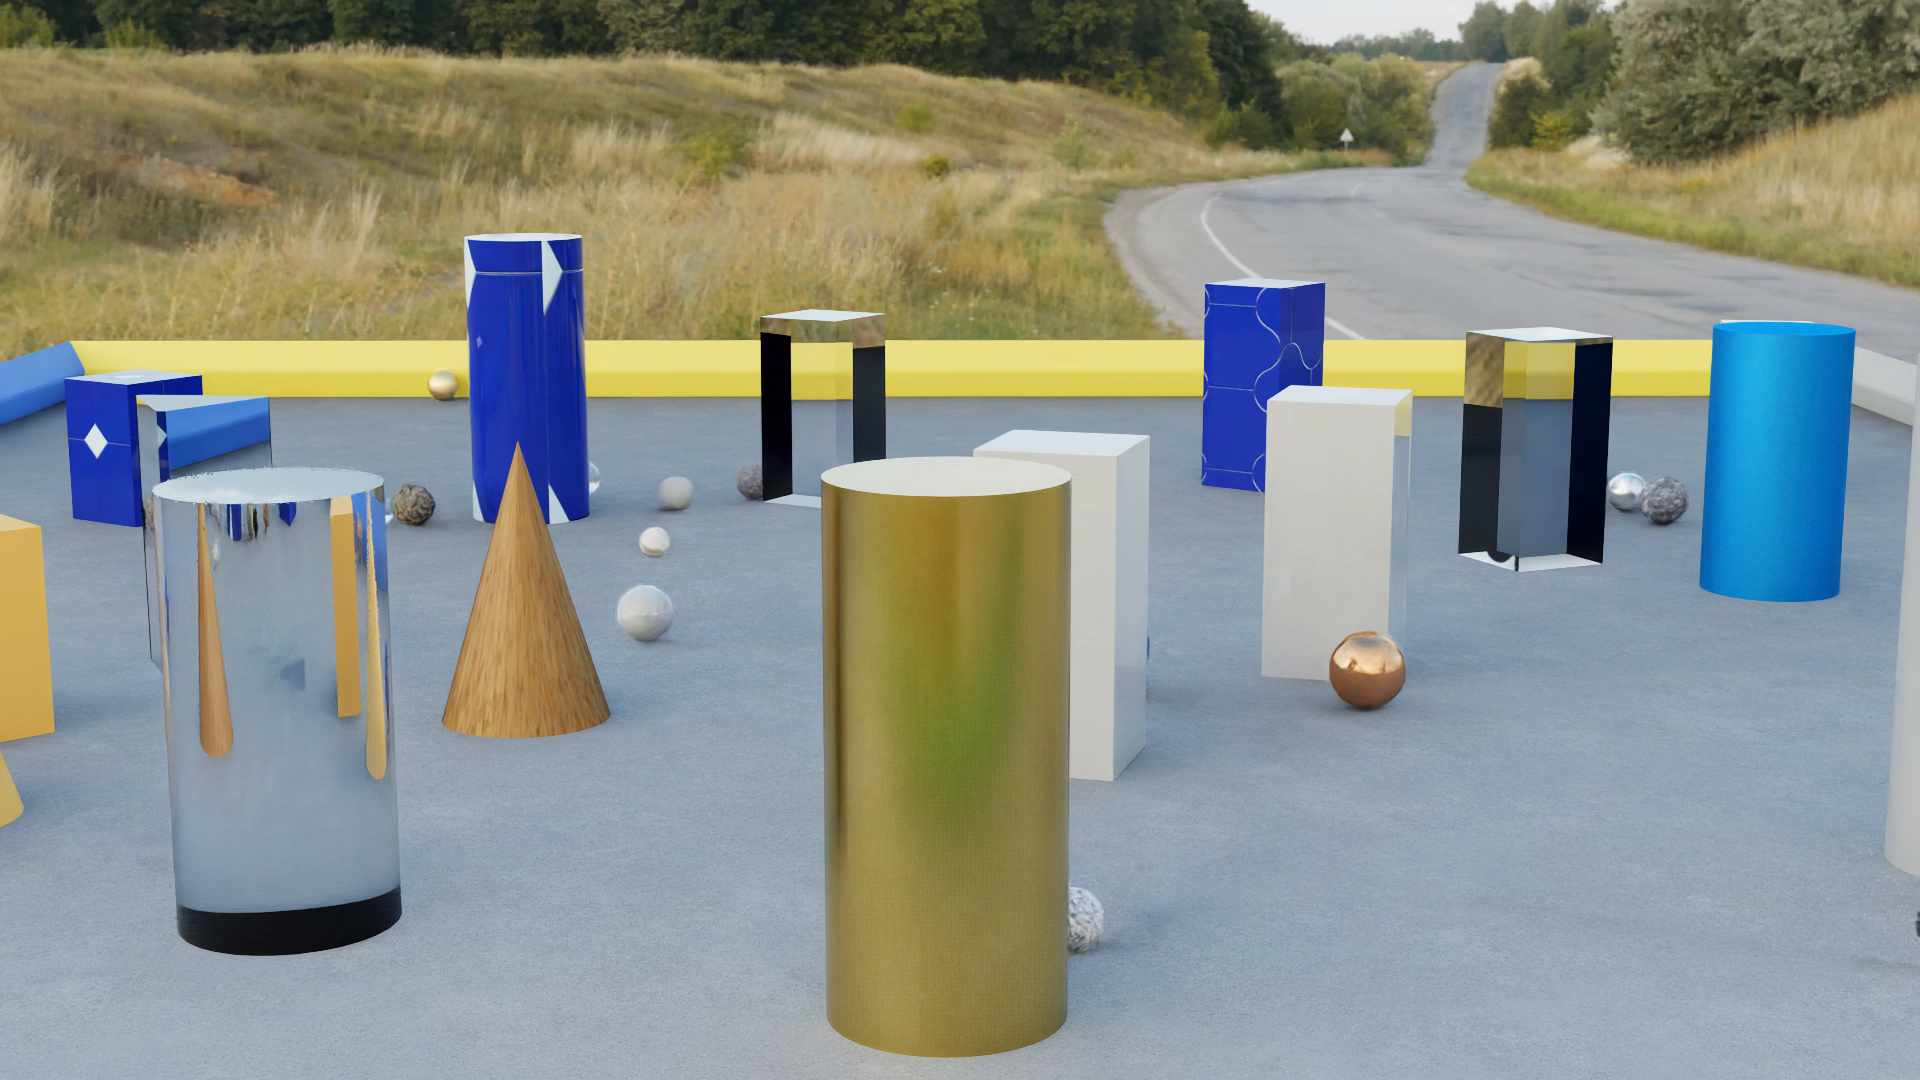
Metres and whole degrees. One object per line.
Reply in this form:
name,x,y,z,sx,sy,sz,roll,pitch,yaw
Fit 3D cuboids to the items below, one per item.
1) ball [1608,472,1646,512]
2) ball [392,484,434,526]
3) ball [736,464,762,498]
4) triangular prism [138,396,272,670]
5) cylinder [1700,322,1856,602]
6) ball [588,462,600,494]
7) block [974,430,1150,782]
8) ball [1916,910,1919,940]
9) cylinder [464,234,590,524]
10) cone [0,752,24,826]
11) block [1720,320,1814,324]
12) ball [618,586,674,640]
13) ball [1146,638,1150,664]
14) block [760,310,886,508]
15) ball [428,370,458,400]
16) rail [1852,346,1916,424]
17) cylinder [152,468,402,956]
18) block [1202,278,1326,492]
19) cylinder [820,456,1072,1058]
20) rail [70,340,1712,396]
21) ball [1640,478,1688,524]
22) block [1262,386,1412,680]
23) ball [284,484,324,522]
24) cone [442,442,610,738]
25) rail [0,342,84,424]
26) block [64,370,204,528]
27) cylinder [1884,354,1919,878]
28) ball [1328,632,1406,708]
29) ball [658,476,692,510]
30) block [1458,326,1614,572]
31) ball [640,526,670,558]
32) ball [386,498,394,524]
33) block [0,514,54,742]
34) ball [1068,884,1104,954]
ball,1.092,-0.078,4.195,0.064,0.064,0.064,0,11,0
ball,-0.867,-0.055,4.073,0.065,0.065,0.065,0,11,0
ball,-0.347,-0.098,4.322,0.058,0.058,0.058,0,11,0
triangular prism,-0.938,-0.008,3.102,0.141,0.328,0.162,7,13,33
cylinder,1.132,-0.112,3.559,0.187,0.365,0.187,0,11,0
ball,-0.639,-0.104,4.347,0.060,0.060,0.060,0,11,0
block,0.107,0.065,2.690,0.150,0.337,0.150,3,11,17
ball,0.813,0.314,2.080,0.071,0.071,0.071,0,11,0
cylinder,-0.696,-0.262,4.131,0.187,0.450,0.187,0,11,0
cone,-1.013,0.116,2.475,0.187,0.315,0.187,0,11,0
block,1.366,-0.220,4.346,0.150,0.289,0.150,2,11,10
ball,-0.401,0.093,3.264,0.071,0.071,0.071,0,11,0
ball,0.179,0.127,3.025,0.091,0.091,0.091,0,11,0
block,-0.228,-0.221,4.294,0.150,0.310,0.150,6,12,30
ball,-1.122,-0.335,5.570,0.066,0.066,0.066,0,11,0
rail,1.914,0.029,3.460,0.045,0.122,4.454,0,11,0
cylinder,-0.576,0.140,2.173,0.187,0.378,0.187,0,11,0
block,0.526,-0.270,4.448,0.150,0.350,0.150,8,13,37
cylinder,-0.010,0.159,1.953,0.187,0.422,0.187,0,11,0
rail,-0.013,-0.373,5.615,3.875,0.122,0.045,0,11,0
ball,1.122,-0.063,4.091,0.074,0.074,0.074,0,11,0
block,0.456,-0.010,3.097,0.150,0.333,0.150,3,11,17
ball,-1.050,-0.058,4.104,0.060,0.060,0.060,0,11,0
cone,-0.488,0.044,2.860,0.187,0.314,0.187,0,11,0
rail,-1.914,0.033,3.439,0.045,0.122,4.454,0,11,0
block,-1.328,-0.151,4.141,0.150,0.227,0.150,7,12,32
cylinder,0.950,0.068,2.320,0.187,0.466,0.187,0,11,0
ball,0.465,0.148,2.923,0.088,0.088,0.088,0,11,0
ball,-0.467,-0.077,4.213,0.056,0.056,0.056,0,11,0
block,0.845,-0.136,3.773,0.150,0.335,0.150,-5,12,-24
ball,-0.454,0.003,3.814,0.046,0.046,0.046,0,11,0
ball,-0.923,-0.046,4.069,0.048,0.048,0.048,0,11,0
block,-1.102,0.098,2.804,0.150,0.230,0.150,-10,14,-42
ball,0.090,0.314,2.118,0.057,0.057,0.057,0,11,0
